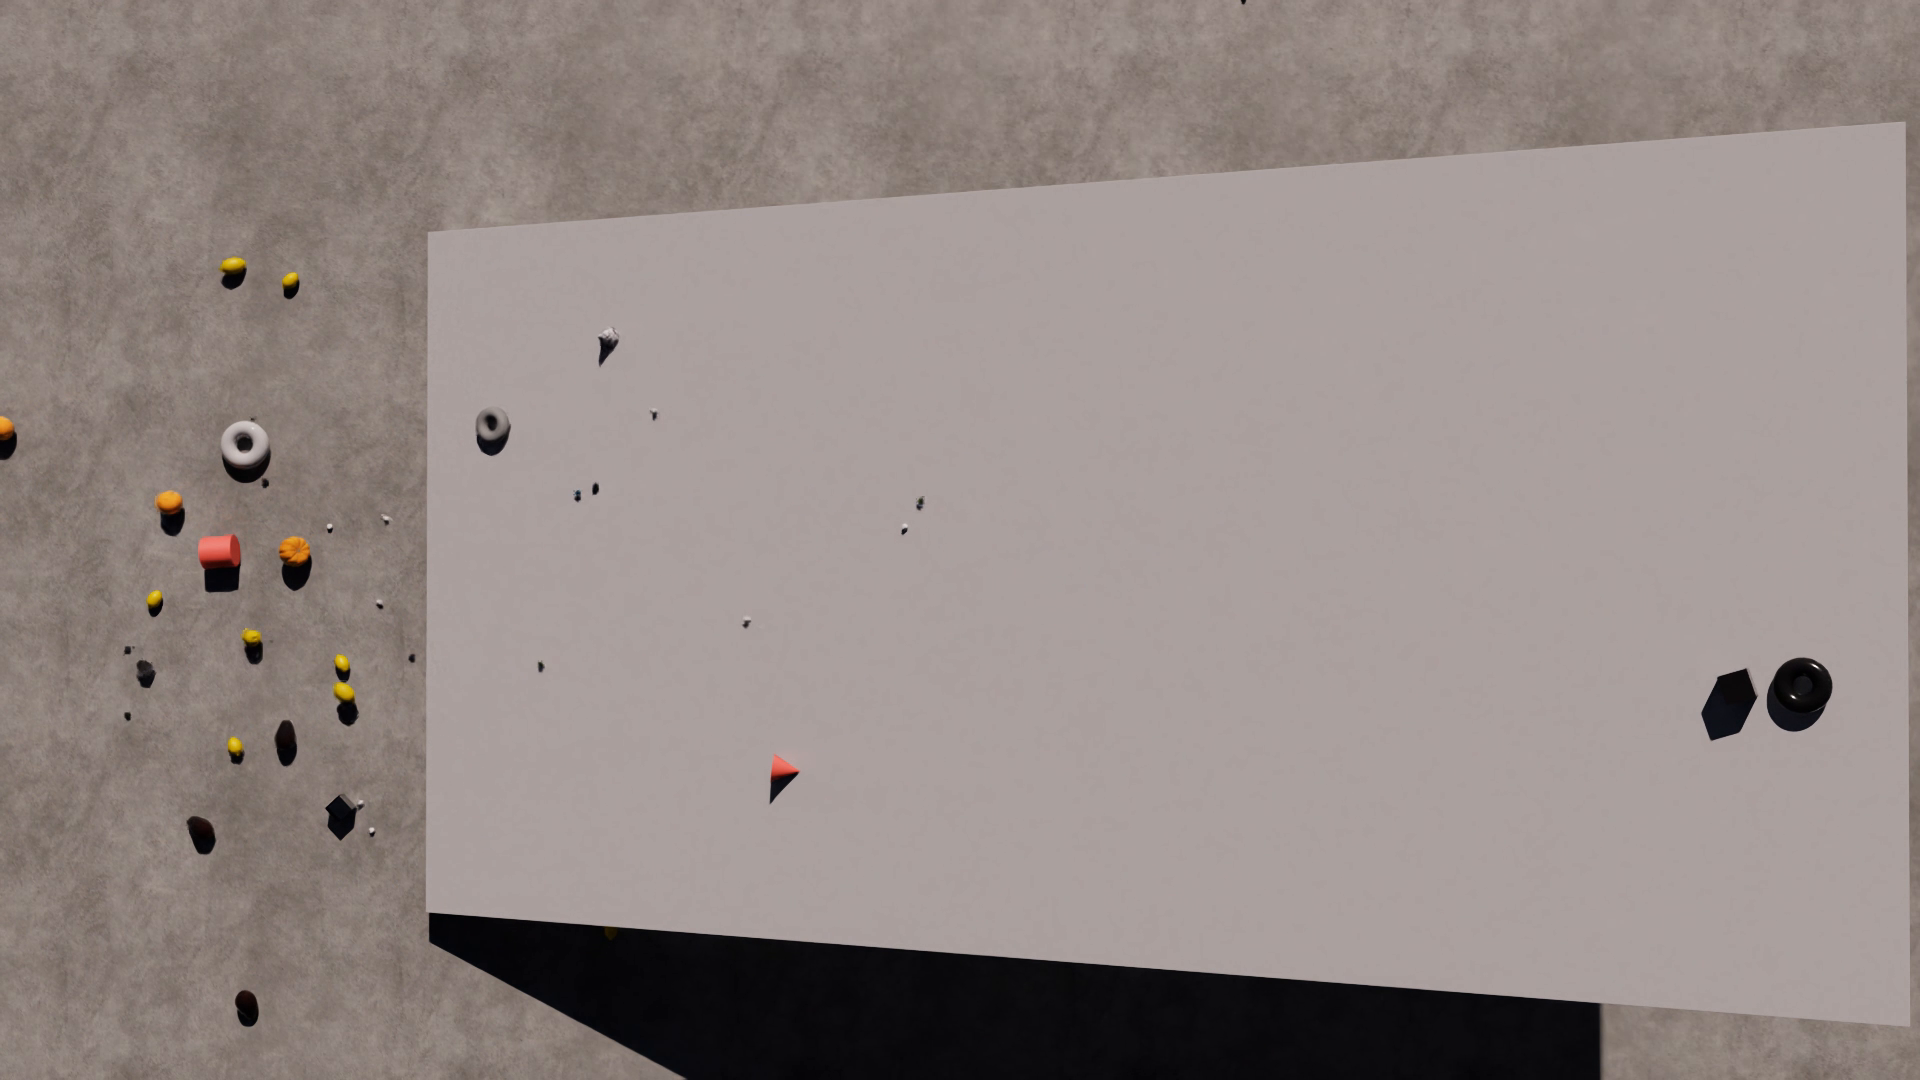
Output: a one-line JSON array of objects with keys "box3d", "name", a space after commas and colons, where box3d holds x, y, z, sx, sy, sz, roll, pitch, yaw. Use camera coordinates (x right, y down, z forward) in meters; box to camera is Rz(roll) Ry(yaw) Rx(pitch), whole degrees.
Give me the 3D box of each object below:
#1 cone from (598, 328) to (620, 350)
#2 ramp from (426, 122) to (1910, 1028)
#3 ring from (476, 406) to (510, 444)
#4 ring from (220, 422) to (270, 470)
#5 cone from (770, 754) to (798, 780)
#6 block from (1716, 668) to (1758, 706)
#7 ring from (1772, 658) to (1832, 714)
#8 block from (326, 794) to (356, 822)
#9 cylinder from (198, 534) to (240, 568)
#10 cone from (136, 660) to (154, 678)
[{"box3d": [-1.002, -0.571, 6.192, 0.063, 0.063, 0.063, 0, 89, 24], "name": "cone"}, {"box3d": [0.283, 0.084, 5.708, 4.000, 0.100, 2.000, 0, 89, 24], "name": "ramp"}, {"box3d": [-1.351, -0.332, 6.357, 0.109, 0.036, 0.109, 0, 91, 23], "name": "ring"}, {"box3d": [-2.126, -0.282, 6.539, 0.145, 0.048, 0.145, 0, 88, 1], "name": "ring"}, {"box3d": [-0.471, 0.622, 5.960, 0.077, 0.077, 0.077, 10, 89, 3], "name": "cone"}, {"box3d": [1.756, 0.330, 4.967, 0.066, 0.066, 0.066, -20, 81, 22], "name": "block"}, {"box3d": [1.887, 0.326, 4.923, 0.126, 0.042, 0.126, -2, 86, 27], "name": "ring"}, {"box3d": [-1.837, 0.794, 6.522, 0.056, 0.056, 0.056, -43, 90, 0], "name": "block"}, {"box3d": [-2.193, 0.034, 6.513, 0.093, 0.093, 0.093, -4, 89, 0], "name": "cylinder"}, {"box3d": [-2.438, 0.395, 6.543, 0.054, 0.054, 0.054, 45, 116, 0], "name": "cone"}]
